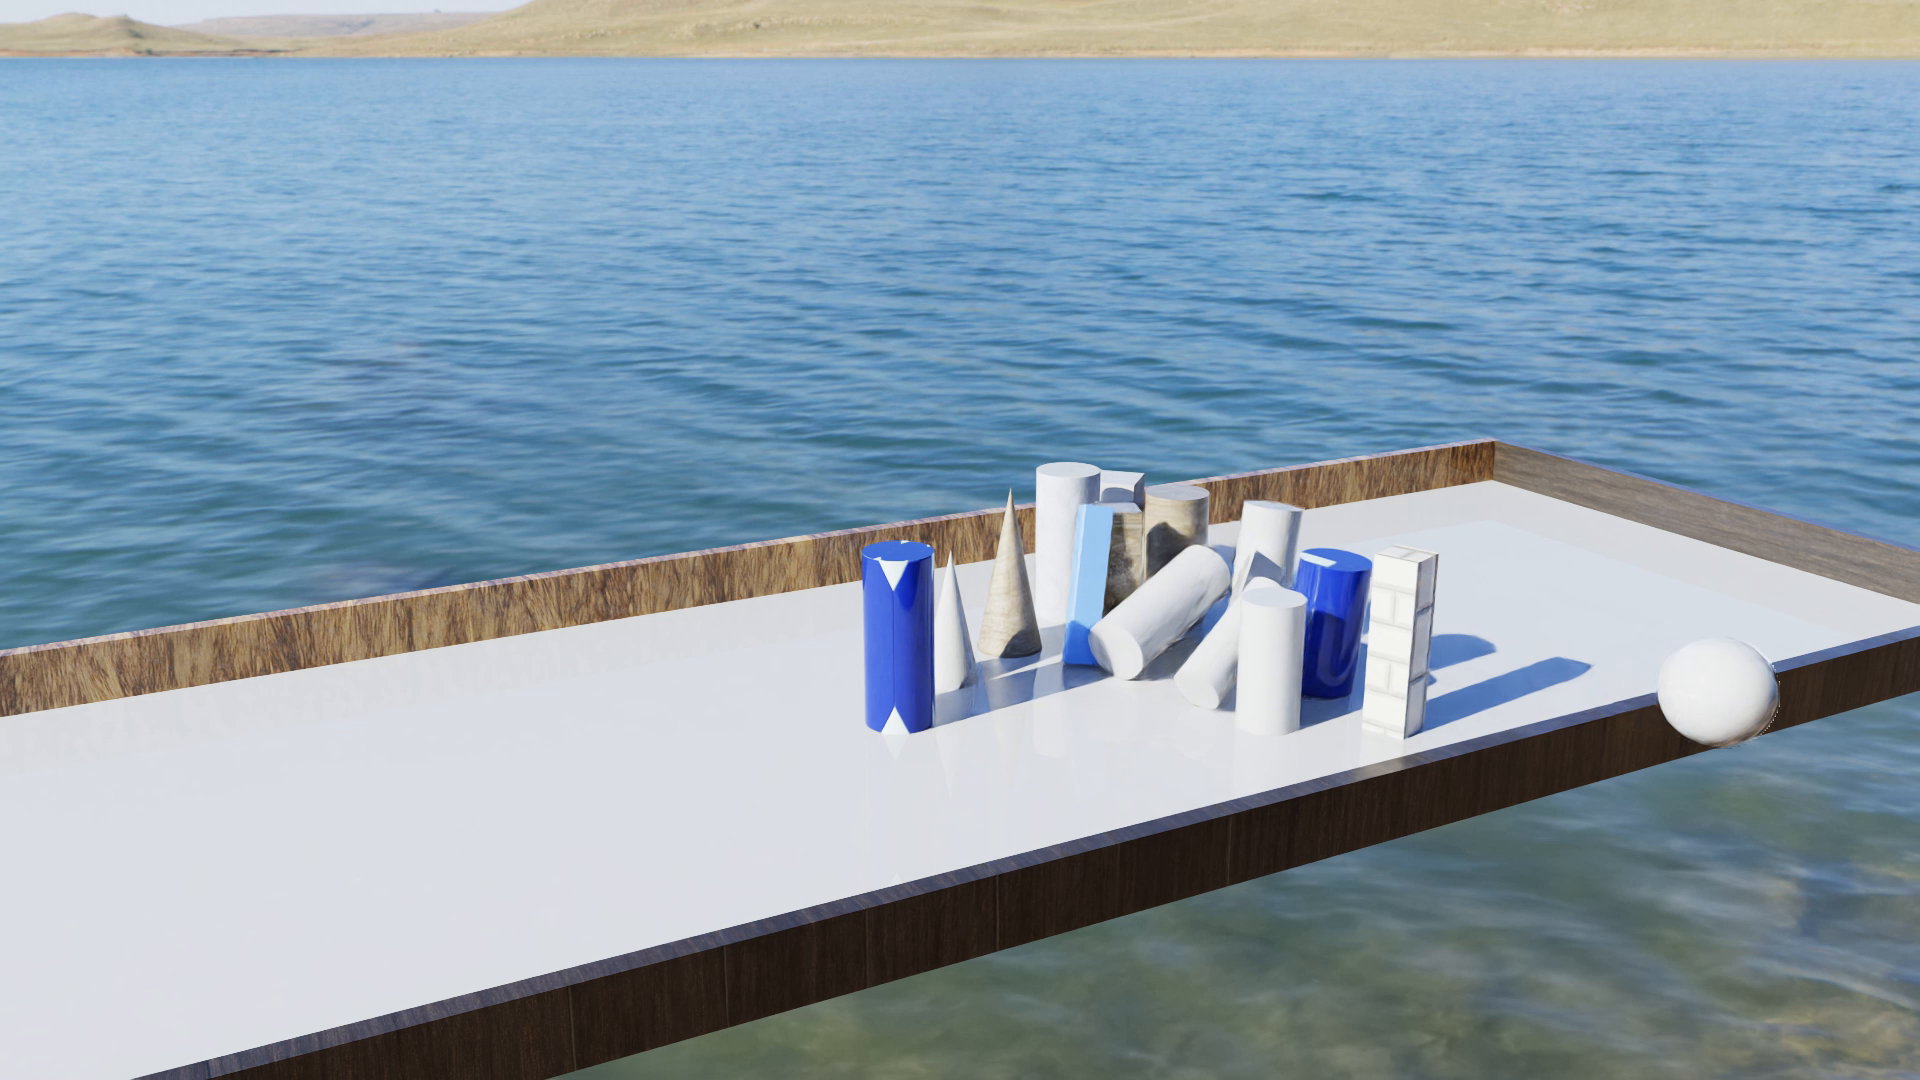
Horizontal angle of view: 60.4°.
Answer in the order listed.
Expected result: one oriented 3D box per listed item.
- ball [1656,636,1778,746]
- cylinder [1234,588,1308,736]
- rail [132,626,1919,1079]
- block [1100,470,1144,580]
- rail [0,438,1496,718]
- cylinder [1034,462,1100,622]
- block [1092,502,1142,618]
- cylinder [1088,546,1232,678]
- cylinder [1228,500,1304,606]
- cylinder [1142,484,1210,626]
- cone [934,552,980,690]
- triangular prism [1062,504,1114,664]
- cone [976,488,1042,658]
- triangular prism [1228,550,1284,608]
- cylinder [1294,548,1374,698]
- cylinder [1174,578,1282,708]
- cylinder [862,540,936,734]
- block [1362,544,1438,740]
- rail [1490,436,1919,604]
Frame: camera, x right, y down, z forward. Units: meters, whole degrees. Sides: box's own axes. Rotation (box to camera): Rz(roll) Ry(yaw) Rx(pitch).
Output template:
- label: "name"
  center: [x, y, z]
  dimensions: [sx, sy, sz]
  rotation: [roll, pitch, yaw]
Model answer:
- label: "ball"
  center: [1.569, 0.313, 3.419]
  dimensions: [0.229, 0.229, 0.229]
  rotation: [0, 16, 0]
- label: "cylinder"
  center: [0.724, 0.282, 3.842]
  dimensions: [0.150, 0.312, 0.150]
  rotation: [0, 16, 0]
- label: "rail"
  center: [-2.336, 1.006, 1.665]
  dimensions: [12.000, 0.150, 0.050]
  rotation: [-9, 18, -27]
- label: "block"
  center: [0.451, -0.026, 4.865]
  dimensions: [0.149, 0.327, 0.149]
  rotation: [5, 17, 17]
- label: "rail"
  center: [-3.305, 0.497, 3.399]
  dimensions: [12.000, 0.150, 0.050]
  rotation: [-9, 18, -27]
- label: "cylinder"
  center: [0.299, 0.004, 4.609]
  dimensions: [0.177, 0.413, 0.177]
  rotation: [0, 16, 0]
- label: "block"
  center: [0.412, 0.094, 4.373]
  dimensions: [0.116, 0.368, 0.116]
  rotation: [-1, 14, -5]
- label: "cylinder"
  center: [0.521, 0.182, 4.266]
  dimensions: [0.164, 0.164, 0.423]
  rotation: [13, 35, 38]
- label: "cylinder"
  center: [0.799, 0.091, 4.352]
  dimensions: [0.155, 0.369, 0.155]
  rotation: [7, 9, -1]
- label: "cylinder"
  center: [0.596, 0.042, 4.571]
  dimensions: [0.175, 0.361, 0.175]
  rotation: [0, 16, 0]
- label: "cone"
  center: [-0.023, 0.187, 4.116]
  dimensions: [0.144, 0.340, 0.144]
  rotation: [0, 16, 0]
- label: "triangular prism"
  center: [0.312, 0.112, 4.256]
  dimensions: [0.096, 0.406, 0.083]
  rotation: [6, 0, -35]
- label: "cone"
  center: [0.132, 0.073, 4.325]
  dimensions: [0.174, 0.440, 0.174]
  rotation: [0, 16, 0]
- label: "triangular prism"
  center: [0.705, 0.198, 4.193]
  dimensions: [0.112, 0.329, 0.097]
  rotation: [33, -24, -25]
- label: "cylinder"
  center: [0.901, 0.203, 4.053]
  dimensions: [0.176, 0.329, 0.176]
  rotation: [5, 18, -1]
- label: "cylinder"
  center: [0.670, 0.249, 4.026]
  dimensions: [0.124, 0.124, 0.346]
  rotation: [15, 50, 41]
- label: "cylinder"
  center: [-0.142, 0.226, 3.841]
  dimensions: [0.167, 0.419, 0.167]
  rotation: [0, 16, 0]
- label: "block"
  center: [1.014, 0.235, 3.803]
  dimensions: [0.105, 0.425, 0.105]
  rotation: [14, 22, 40]
- label: "rail"
  center: [2.466, -0.048, 5.253]
  dimensions: [0.050, 0.150, 2.100]
  rotation: [-9, 18, -27]
